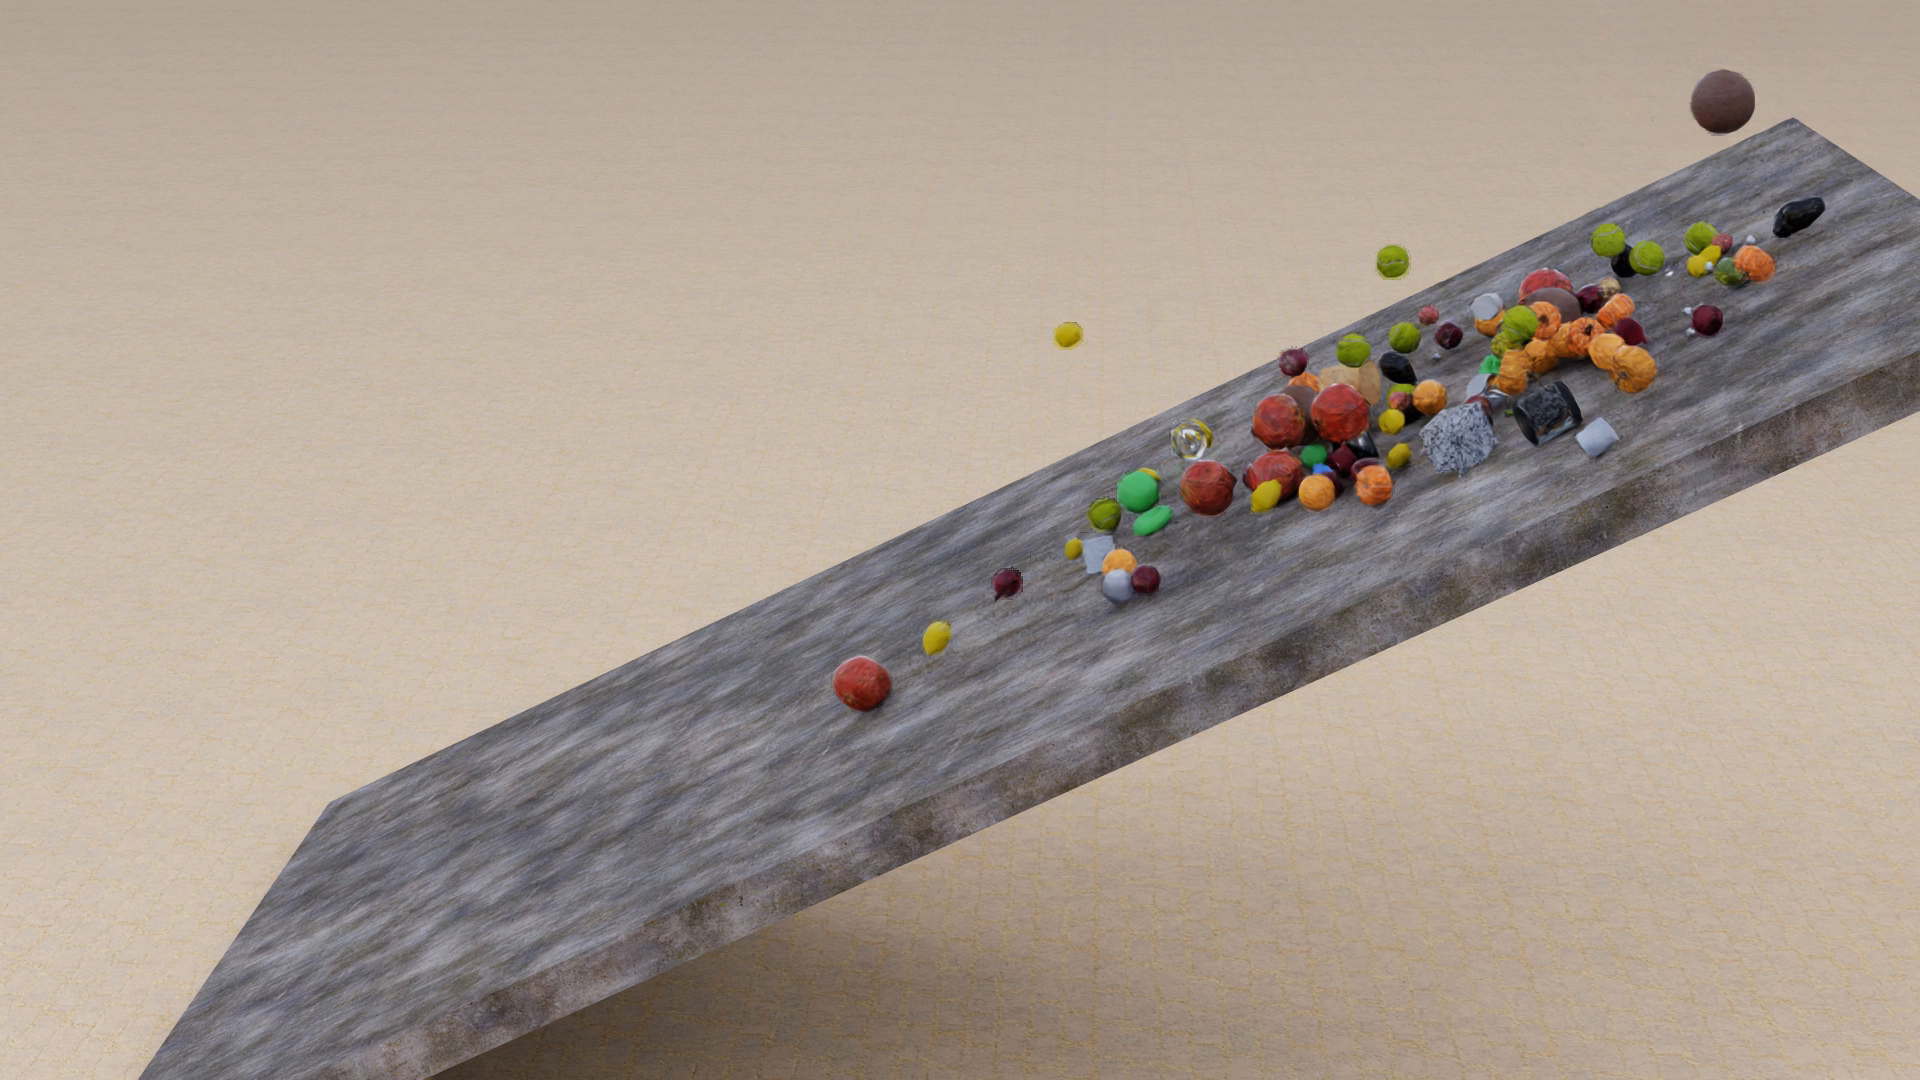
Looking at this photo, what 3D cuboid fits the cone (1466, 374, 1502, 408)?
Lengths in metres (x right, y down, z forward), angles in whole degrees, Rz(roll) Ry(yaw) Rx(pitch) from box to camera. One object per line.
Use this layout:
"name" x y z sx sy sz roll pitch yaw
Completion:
"cone" 1.058 -0.288 5.894 0.074 0.074 0.074 6 -12 19

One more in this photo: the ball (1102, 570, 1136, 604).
"ball" 0.317 0.092 5.859 0.068 0.068 0.068 0 16 0

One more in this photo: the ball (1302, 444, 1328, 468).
"ball" 0.732 -0.173 6.079 0.054 0.054 0.054 0 16 0

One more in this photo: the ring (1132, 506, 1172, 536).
"ring" 0.409 -0.041 6.252 0.094 0.031 0.094 -30 14 8

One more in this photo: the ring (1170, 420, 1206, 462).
"ring" 0.494 -0.216 6.363 0.092 0.092 0.031 -12 1 -36

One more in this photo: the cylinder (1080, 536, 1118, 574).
"cylinder" 0.289 0.030 6.087 0.066 0.066 0.066 -12 4 1

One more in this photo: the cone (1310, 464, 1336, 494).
"cone" 0.716 -0.112 5.878 0.057 0.057 0.057 11 56 32

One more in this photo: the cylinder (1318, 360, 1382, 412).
"cylinder" 0.822 -0.325 6.206 0.098 0.098 0.098 -11 7 37

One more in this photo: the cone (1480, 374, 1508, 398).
"cone" 1.048 -0.295 5.834 0.052 0.052 0.052 -15 -15 -41

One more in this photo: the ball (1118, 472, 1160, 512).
"ball" 0.384 -0.102 6.315 0.089 0.089 0.089 0 16 0

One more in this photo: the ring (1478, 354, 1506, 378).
"ring" 1.088 -0.344 6.014 0.027 0.082 0.082 22 10 -17

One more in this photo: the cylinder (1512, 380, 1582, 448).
"cylinder" 1.102 -0.238 5.522 0.093 0.093 0.093 -28 20 -4

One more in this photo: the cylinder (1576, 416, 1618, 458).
"cylinder" 1.147 -0.185 5.295 0.053 0.053 0.053 39 23 -20

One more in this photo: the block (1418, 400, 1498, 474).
"block" 0.957 -0.196 5.644 0.093 0.093 0.093 -14 19 44

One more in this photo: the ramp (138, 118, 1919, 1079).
"ramp" 0.138 0.168 6.281 4.000 0.100 2.000 -25 14 10

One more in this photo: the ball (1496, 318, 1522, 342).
"ball" 1.128 -0.432 6.036 0.050 0.050 0.050 0 16 0

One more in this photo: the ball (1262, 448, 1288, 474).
"ball" 0.663 -0.166 6.189 0.051 0.051 0.051 0 16 0

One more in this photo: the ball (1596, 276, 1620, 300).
"ball" 1.365 -0.530 6.193 0.051 0.051 0.051 0 16 0
